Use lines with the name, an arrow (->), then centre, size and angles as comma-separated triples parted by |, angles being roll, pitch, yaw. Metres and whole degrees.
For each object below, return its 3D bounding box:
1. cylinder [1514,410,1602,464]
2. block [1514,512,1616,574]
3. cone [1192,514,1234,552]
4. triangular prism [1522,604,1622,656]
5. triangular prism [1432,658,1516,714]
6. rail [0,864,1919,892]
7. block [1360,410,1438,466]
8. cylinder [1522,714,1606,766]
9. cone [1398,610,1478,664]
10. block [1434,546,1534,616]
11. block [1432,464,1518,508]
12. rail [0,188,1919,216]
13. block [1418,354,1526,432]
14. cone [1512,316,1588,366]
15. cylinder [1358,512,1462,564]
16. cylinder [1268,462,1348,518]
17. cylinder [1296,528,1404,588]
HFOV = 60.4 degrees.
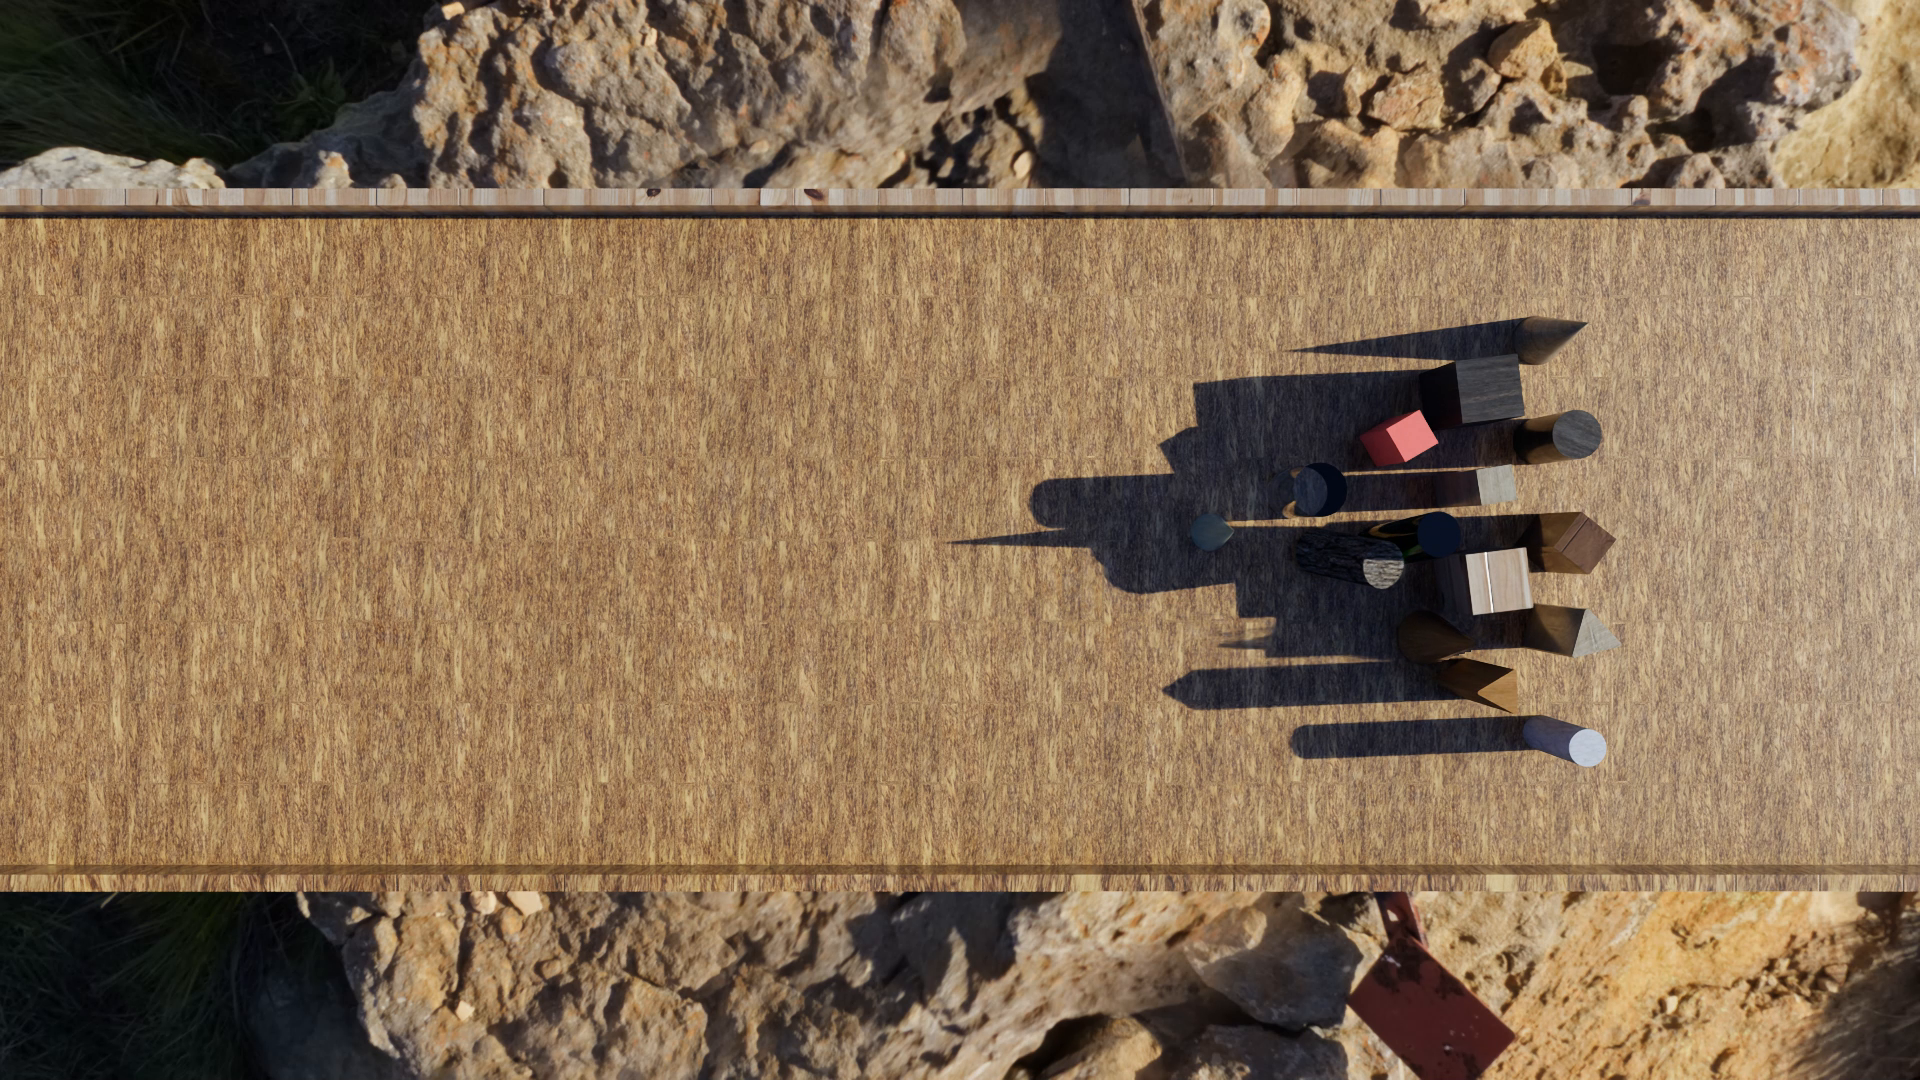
cylinder -> 1.773, -0.303, 4.907 | 0.142, 0.338, 0.142 | 0, 90, 0
block -> 1.793, 0.009, 4.902 | 0.129, 0.349, 0.129 | 38, 90, 0
cone -> 0.770, -0.024, 4.847 | 0.117, 0.459, 0.117 | 0, 90, 0
triangular prism -> 1.783, 0.254, 4.865 | 0.141, 0.423, 0.122 | -14, 90, 0
triangular prism -> 1.534, 0.412, 4.853 | 0.125, 0.447, 0.108 | 29, 90, 0
rail -> -2.247, 1.025, 5.001 | 12.000, 0.150, 0.050 | 0, 90, 0
block -> 1.302, -0.300, 4.911 | 0.110, 0.331, 0.110 | -30, 90, 0
cylinder -> 1.786, 0.592, 4.884 | 0.107, 0.384, 0.107 | 0, 90, 0
cone -> 1.451, 0.297, 4.881 | 0.164, 0.371, 0.164 | 0, 90, -9
block -> 1.552, 0.119, 4.911 | 0.175, 0.332, 0.175 | -7, 90, 0
block -> 1.513, -0.156, 4.863 | 0.102, 0.427, 0.102 | -9, 90, 0
rail -> -2.247, -1.025, 5.002 | 12.000, 0.150, 0.050 | 0, 90, 0
block -> 1.512, -0.432, 4.890 | 0.179, 0.373, 0.179 | -7, 90, 0
cone -> 1.775, -0.614, 4.865 | 0.152, 0.423, 0.152 | 0, 90, 0
cylinder -> 1.307, 0.004, 4.842 | 0.131, 0.453, 0.131 | 1, 85, -9
cylinder -> 1.023, -0.143, 4.880 | 0.155, 0.393, 0.155 | 0, 90, 0
cylinder -> 1.150, 0.052, 4.887 | 0.139, 0.353, 0.139 | -3, 97, -21
